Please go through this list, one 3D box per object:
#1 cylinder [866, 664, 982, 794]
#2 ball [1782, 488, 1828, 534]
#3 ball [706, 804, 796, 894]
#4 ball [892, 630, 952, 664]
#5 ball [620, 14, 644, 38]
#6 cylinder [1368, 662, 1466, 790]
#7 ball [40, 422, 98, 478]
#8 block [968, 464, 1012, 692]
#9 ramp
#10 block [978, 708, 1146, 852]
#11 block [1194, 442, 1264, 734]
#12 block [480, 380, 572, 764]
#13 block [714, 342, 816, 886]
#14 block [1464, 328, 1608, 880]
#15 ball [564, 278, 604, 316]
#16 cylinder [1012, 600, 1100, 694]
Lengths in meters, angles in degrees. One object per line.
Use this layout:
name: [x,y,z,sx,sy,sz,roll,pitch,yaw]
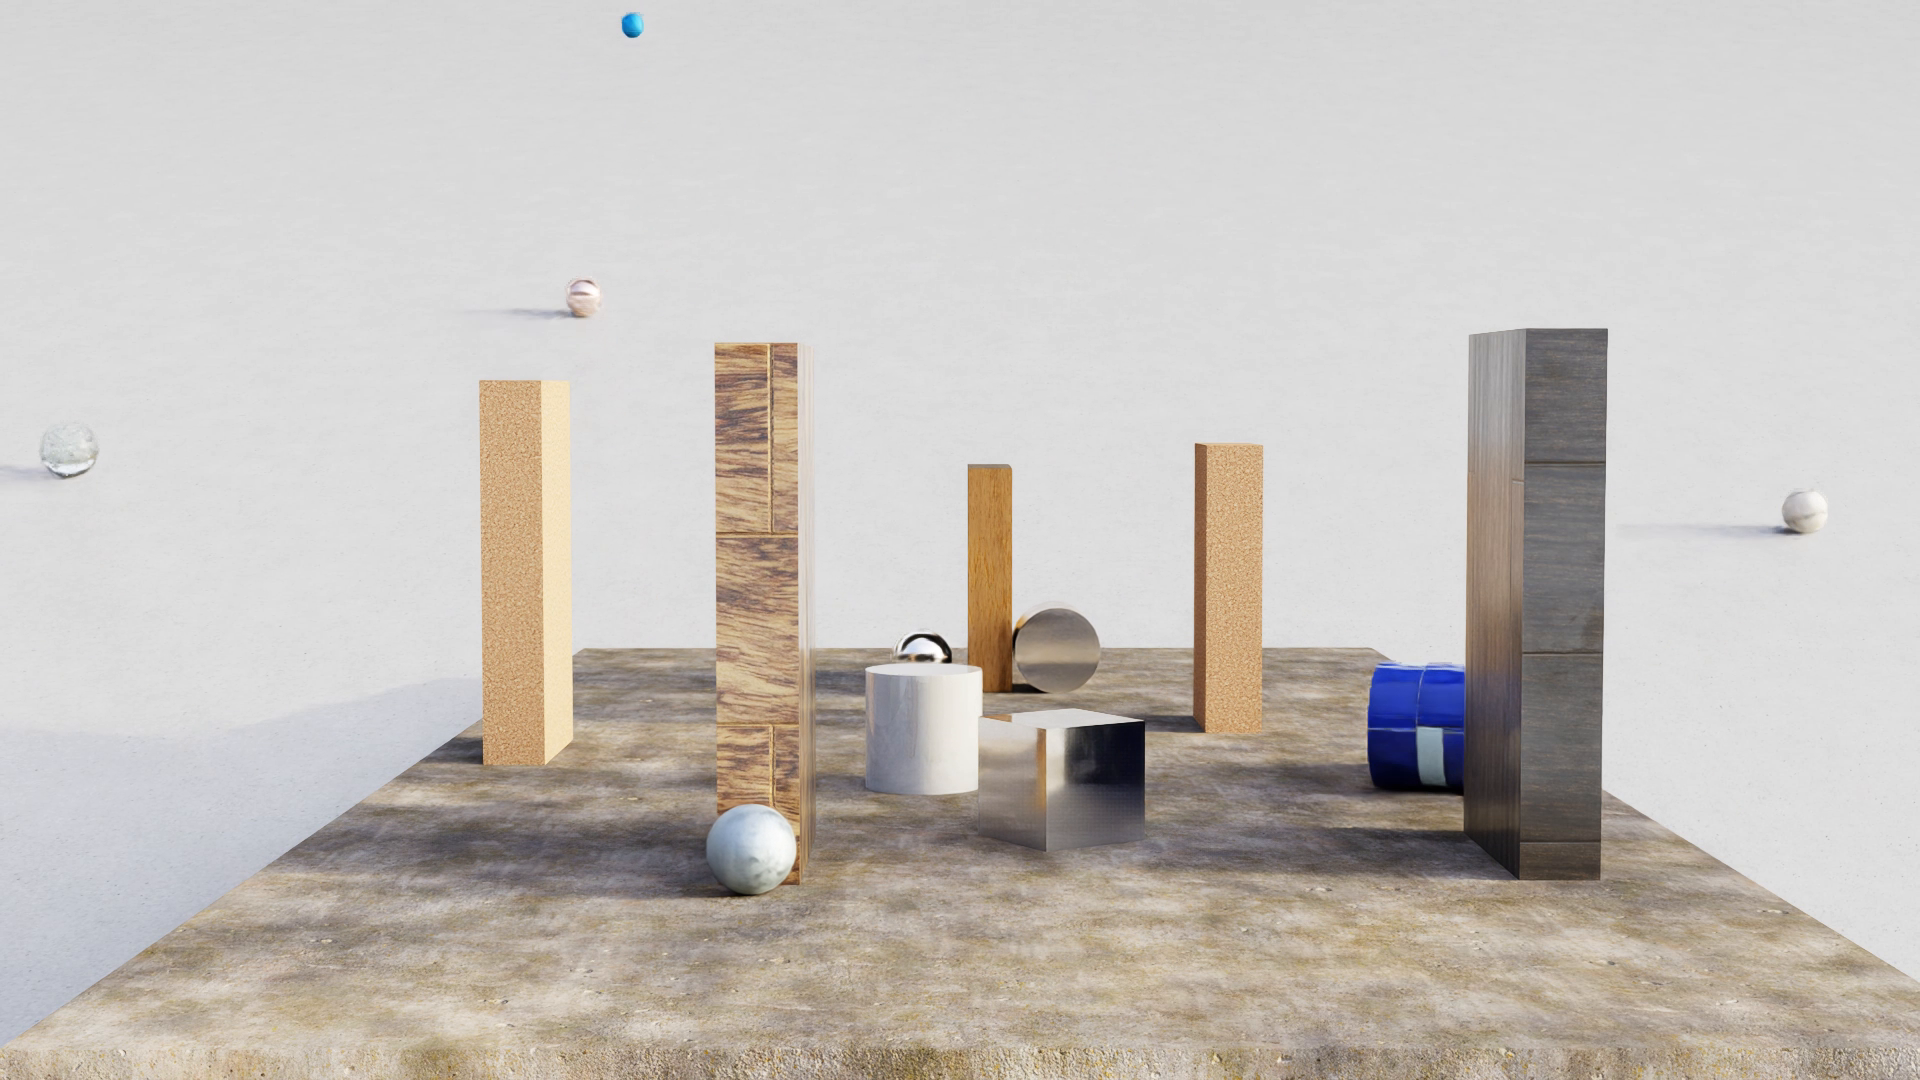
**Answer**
cylinder: [-0.060,0.309,4.228,0.193,0.193,0.193,0,3,0]
ball: [2.486,-0.085,7.559,0.130,0.130,0.130,0,21,0]
ball: [-0.270,0.399,3.315,0.117,0.117,0.117,0,21,0]
ball: [-0.082,0.261,5.592,0.132,0.132,0.132,0,21,0]
ball: [-1.975,-3.104,15.498,0.144,0.144,0.144,0,21,0]
cylinder: [0.785,0.305,4.192,0.204,0.204,0.204,1,20,20]
ball: [-2.778,-0.282,8.015,0.175,0.175,0.175,0,21,0]
block: [0.065,0.077,5.726,0.095,0.483,0.365,0,3,0]
ramp: [0.048,0.438,4.532,2.000,0.100,4.000,0,3,0]
block: [0.147,0.346,3.735,0.174,0.174,0.174,-2,4,-33]
block: [0.520,0.087,4.995,0.106,0.547,0.252,0,3,0]
block: [-0.777,0.048,4.618,0.107,0.669,0.327,0,3,0]
block: [-0.265,0.087,3.552,0.108,0.711,0.392,0,3,0]
block: [0.795,0.076,3.573,0.108,0.730,0.375,0,3,0]
ball: [-1.426,-0.922,9.743,0.145,0.145,0.145,0,21,0]
cylinder: [0.208,0.233,5.616,0.186,0.186,0.186,0,3,-1]
